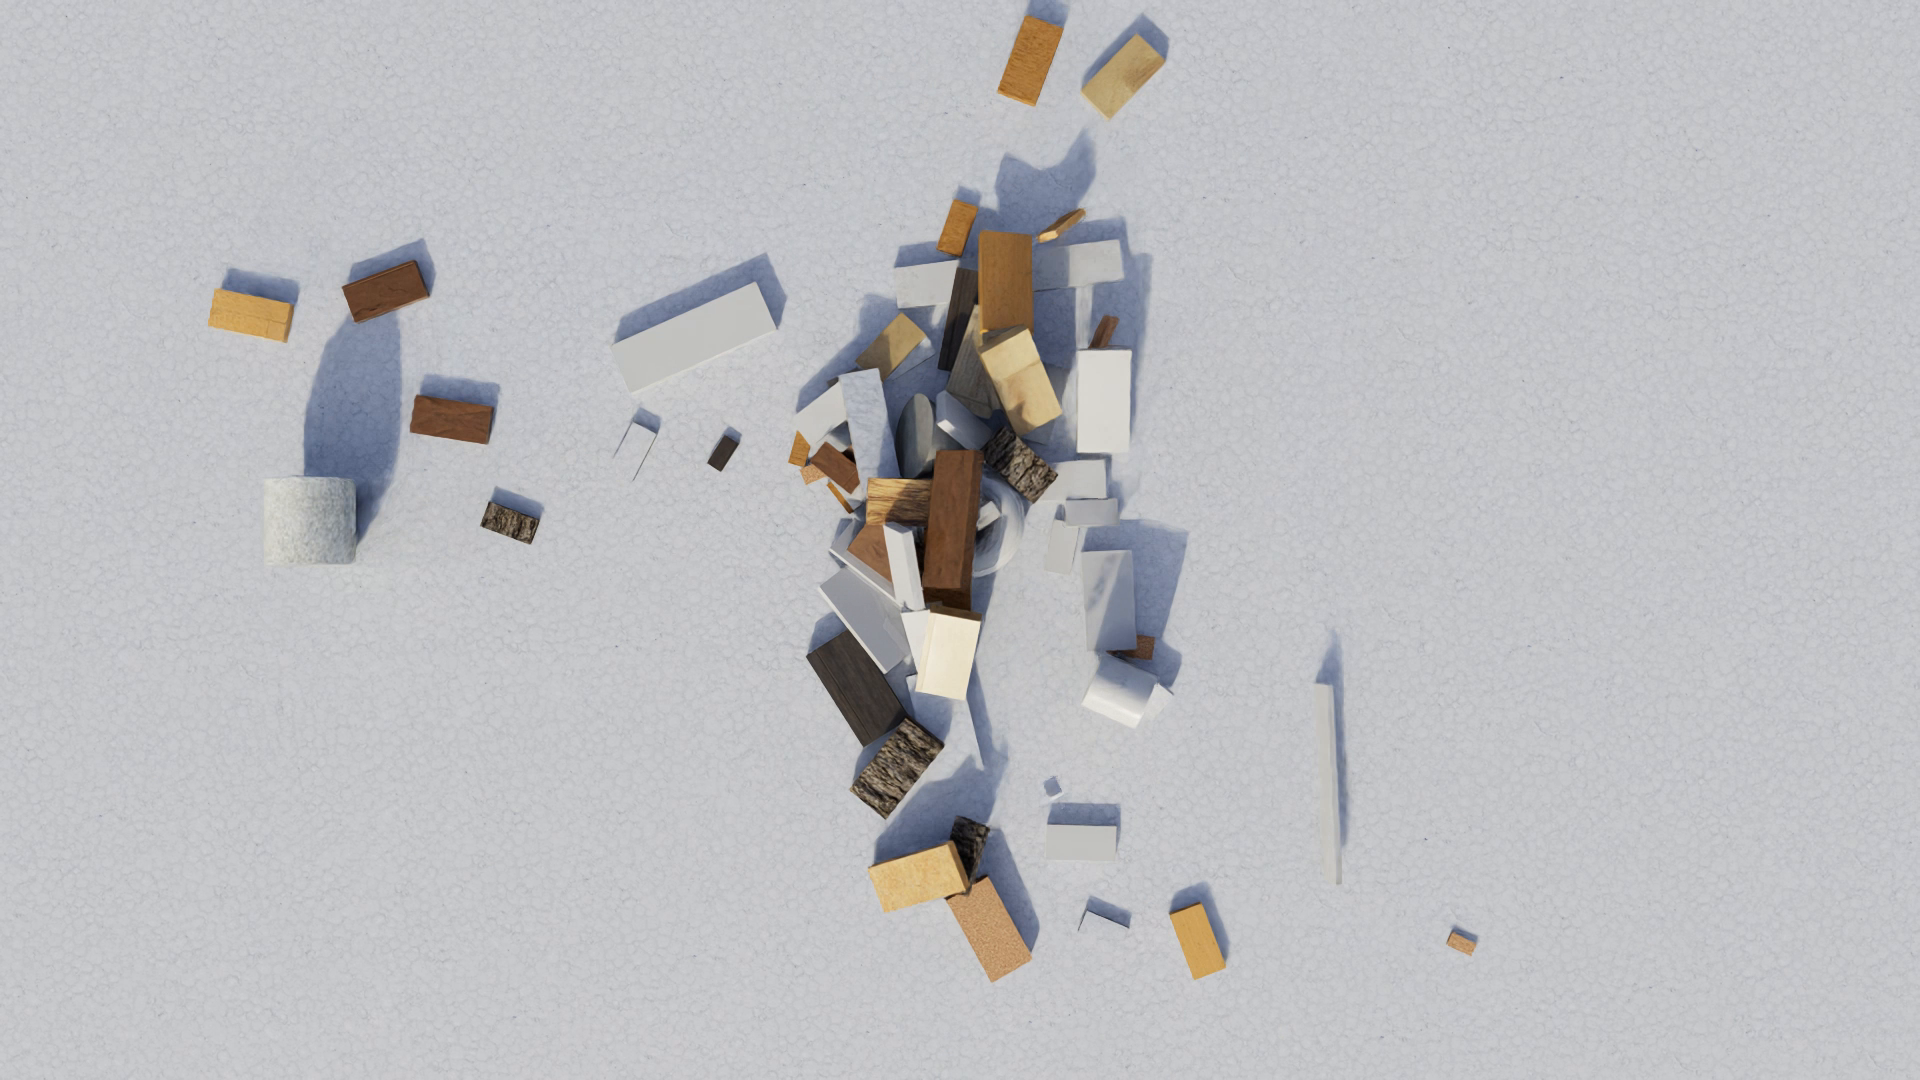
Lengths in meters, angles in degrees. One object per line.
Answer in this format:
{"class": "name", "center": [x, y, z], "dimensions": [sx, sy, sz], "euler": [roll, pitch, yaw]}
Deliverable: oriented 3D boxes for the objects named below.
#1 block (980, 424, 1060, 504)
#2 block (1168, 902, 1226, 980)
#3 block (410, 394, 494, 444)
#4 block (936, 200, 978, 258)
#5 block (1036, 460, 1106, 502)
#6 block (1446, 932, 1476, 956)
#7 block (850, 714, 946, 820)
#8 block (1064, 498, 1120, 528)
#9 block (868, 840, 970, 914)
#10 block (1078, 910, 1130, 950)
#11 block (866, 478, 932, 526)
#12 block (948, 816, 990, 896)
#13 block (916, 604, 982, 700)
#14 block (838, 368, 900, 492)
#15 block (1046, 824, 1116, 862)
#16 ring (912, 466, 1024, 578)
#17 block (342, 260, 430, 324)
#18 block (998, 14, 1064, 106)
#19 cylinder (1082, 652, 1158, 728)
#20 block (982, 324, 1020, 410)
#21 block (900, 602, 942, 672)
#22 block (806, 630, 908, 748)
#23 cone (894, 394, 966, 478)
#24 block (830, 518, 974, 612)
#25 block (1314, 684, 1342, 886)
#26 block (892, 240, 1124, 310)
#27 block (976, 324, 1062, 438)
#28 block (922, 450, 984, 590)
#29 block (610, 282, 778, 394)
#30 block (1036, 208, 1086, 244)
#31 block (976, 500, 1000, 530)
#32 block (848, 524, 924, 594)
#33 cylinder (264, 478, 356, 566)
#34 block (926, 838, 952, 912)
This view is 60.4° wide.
{"class": "block", "center": [0.191, -0.246, 5.397], "dimensions": [0.255, 0.036, 0.127], "euler": [41, 90, -23]}
{"class": "block", "center": [0.789, 1.332, 5.484], "dimensions": [0.115, 0.033, 0.230], "euler": [-21, 90, 0]}
{"class": "block", "center": [-1.688, -0.399, 5.482], "dimensions": [0.255, 0.036, 0.127], "euler": [9, 90, 0]}
{"class": "block", "center": [-0.008, -1.037, 5.488], "dimensions": [0.087, 0.025, 0.174], "euler": [19, 90, 0]}
{"class": "block", "center": [0.355, -0.196, 5.482], "dimensions": [0.255, 0.036, 0.127], "euler": [-3, 90, 0]}
{"class": "block", "center": [1.670, 1.346, 5.494], "dimensions": [0.090, 0.013, 0.045], "euler": [26, 90, 0]}
{"class": "block", "center": [-0.208, 0.750, 5.443], "dimensions": [0.158, 0.045, 0.317], "euler": [39, 101, 4]}
{"class": "block", "center": [0.437, -0.091, 5.472], "dimensions": [0.174, 0.025, 0.087], "euler": [-3, 83, -7]}
{"class": "block", "center": [-0.136, 1.106, 5.413], "dimensions": [0.317, 0.045, 0.158], "euler": [-21, 90, 25]}
{"class": "block", "center": [0.478, 1.296, 5.489], "dimensions": [0.154, 0.022, 0.077], "euler": [23, 90, 0]}
{"class": "block", "center": [-0.150, -0.122, 5.322], "dimensions": [0.301, 0.043, 0.151], "euler": [1, 97, -9]}
{"class": "block", "center": [0.010, 1.037, 5.420], "dimensions": [0.117, 0.033, 0.234], "euler": [16, 89, 34]}
{"class": "block", "center": [-0.038, 0.365, 5.336], "dimensions": [0.165, 0.047, 0.329], "euler": [11, 125, 0]}
{"class": "block", "center": [-0.294, -0.359, 5.403], "dimensions": [0.130, 0.037, 0.390], "euler": [-12, 90, -12]}
{"class": "block", "center": [0.402, 1.005, 5.484], "dimensions": [0.230, 0.033, 0.115], "euler": [2, 90, 0]}
{"class": "ring", "center": [0.026, -0.063, 5.438], "dimensions": [0.377, 0.126, 0.377], "euler": [0, 91, 0]}
{"class": "block", "center": [-1.908, -0.824, 5.482], "dimensions": [0.255, 0.036, 0.127], "euler": [-21, 90, 0]}
{"class": "block", "center": [0.234, -1.592, 5.481], "dimensions": [0.134, 0.038, 0.268], "euler": [21, 90, 0]}
{"class": "cylinder", "center": [0.518, 0.488, 5.368], "dimensions": [0.188, 0.188, 0.188], "euler": [24, 90, 4]}
{"class": "block", "center": [0.149, -0.559, 5.348], "dimensions": [0.130, 0.037, 0.261], "euler": [-15, 122, -14]}
{"class": "block", "center": [-0.098, 0.321, 5.372], "dimensions": [0.133, 0.038, 0.266], "euler": [-8, 125, 9]}
{"class": "block", "center": [-0.339, 0.487, 5.475], "dimensions": [0.179, 0.051, 0.358], "euler": [-32, 90, 0]}
{"class": "cone", "center": [-0.026, -0.320, 5.436], "dimensions": [0.284, 0.284, 0.284], "euler": [7, 90, -27]}
{"class": "block", "center": [-0.181, 0.145, 5.446], "dimensions": [0.534, 0.038, 0.133], "euler": [38, 75, -4]}
{"class": "block", "center": [1.219, 0.806, 5.460], "dimensions": [0.022, 0.077, 0.657], "euler": [-3, 90, -19]}
{"class": "block", "center": [0.160, -0.882, 5.481], "dimensions": [0.755, 0.038, 0.134], "euler": [-7, 90, 0]}
{"class": "block", "center": [0.194, -0.513, 5.340], "dimensions": [0.171, 0.048, 0.342], "euler": [-29, 125, -5]}
{"class": "block", "center": [-0.023, -0.064, 5.221], "dimensions": [0.165, 0.047, 0.439], "euler": [2, 84, 42]}
{"class": "block", "center": [-0.883, -0.669, 5.476], "dimensions": [0.529, 0.048, 0.171], "euler": [-24, 90, 0]}
{"class": "block", "center": [0.333, -1.032, 5.412], "dimensions": [0.174, 0.087, 0.025], "euler": [-43, 112, -37]}
{"class": "block", "center": [0.082, -0.077, 5.290], "dimensions": [0.087, 0.174, 0.025], "euler": [-35, 79, 0]}
{"class": "block", "center": [-0.179, 0.076, 5.385], "dimensions": [0.360, 0.043, 0.151], "euler": [37, 101, -4]}
{"class": "cylinder", "center": [-2.112, -0.059, 5.361], "dimensions": [0.277, 0.277, 0.277], "euler": [-1, 90, 0]}
{"class": "block", "center": [-0.036, 1.116, 5.483], "dimensions": [0.117, 0.033, 0.234], "euler": [10, 90, 0]}
